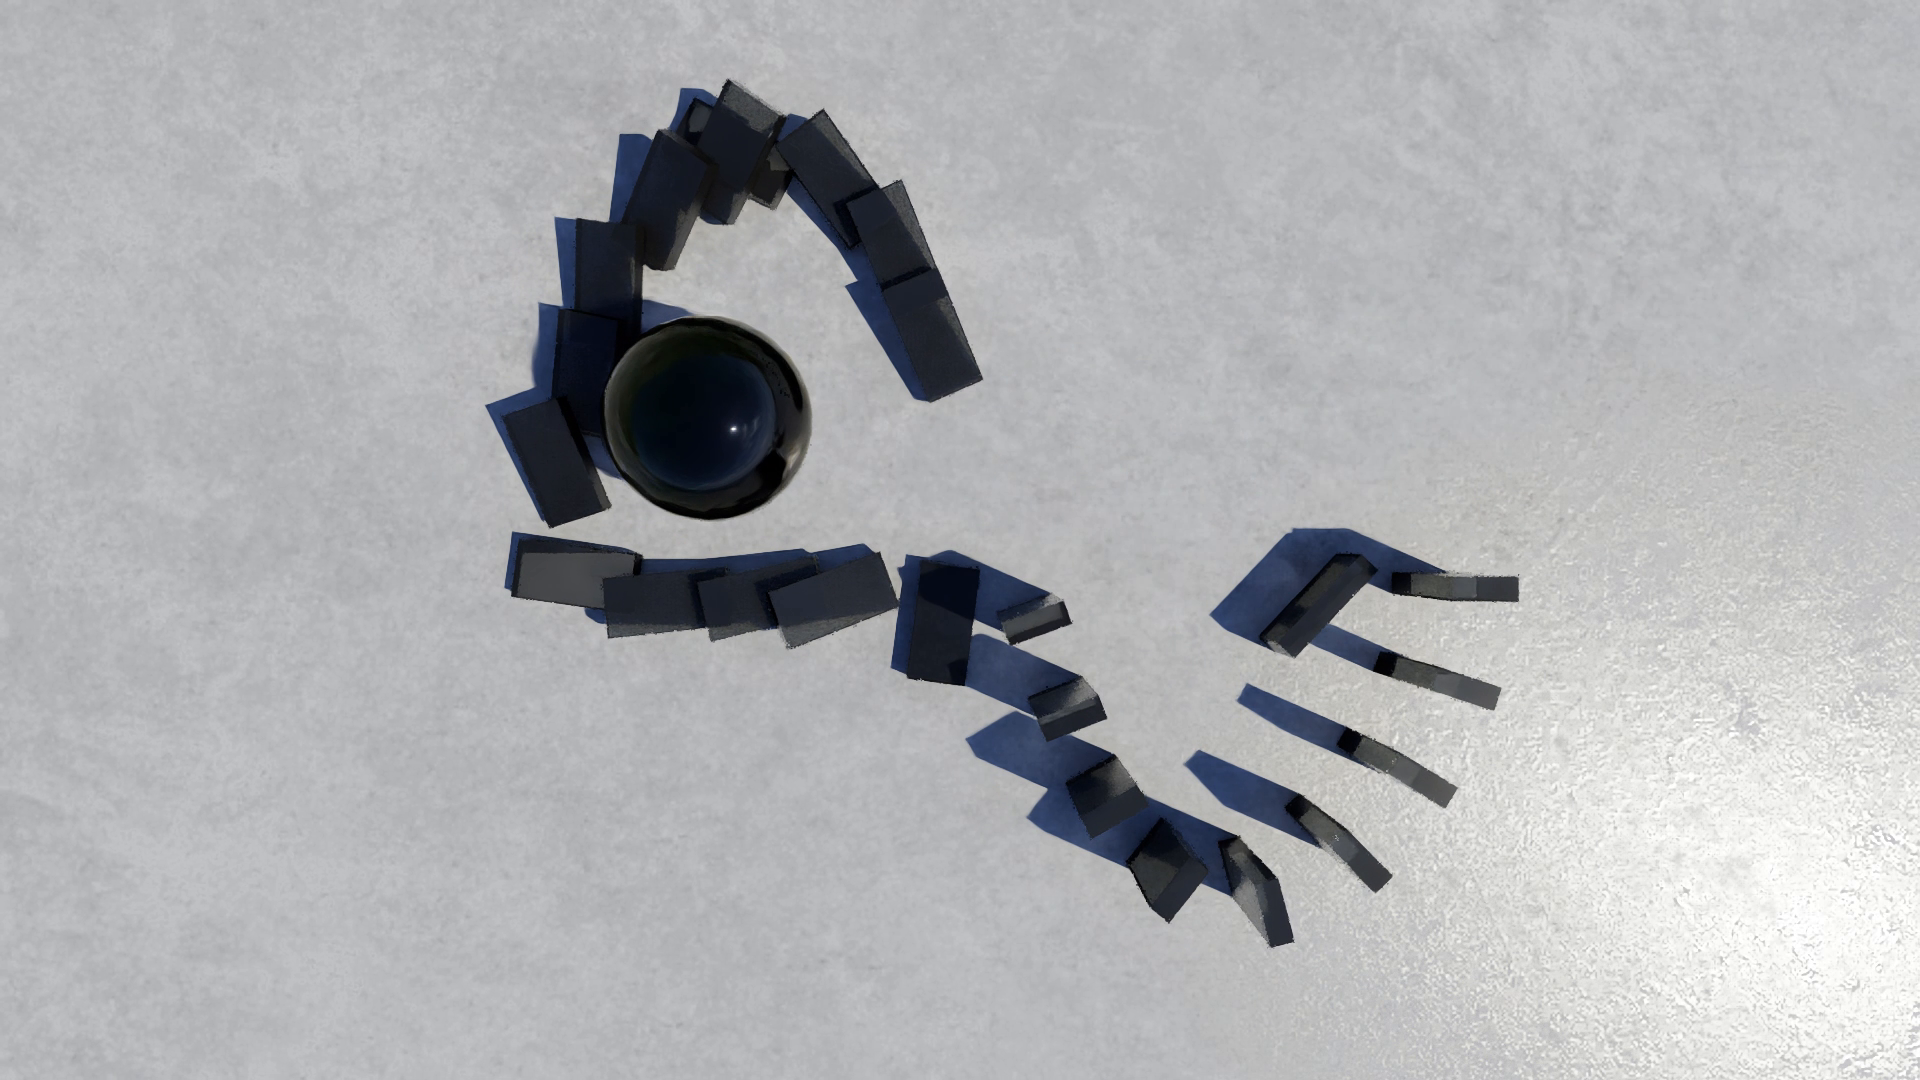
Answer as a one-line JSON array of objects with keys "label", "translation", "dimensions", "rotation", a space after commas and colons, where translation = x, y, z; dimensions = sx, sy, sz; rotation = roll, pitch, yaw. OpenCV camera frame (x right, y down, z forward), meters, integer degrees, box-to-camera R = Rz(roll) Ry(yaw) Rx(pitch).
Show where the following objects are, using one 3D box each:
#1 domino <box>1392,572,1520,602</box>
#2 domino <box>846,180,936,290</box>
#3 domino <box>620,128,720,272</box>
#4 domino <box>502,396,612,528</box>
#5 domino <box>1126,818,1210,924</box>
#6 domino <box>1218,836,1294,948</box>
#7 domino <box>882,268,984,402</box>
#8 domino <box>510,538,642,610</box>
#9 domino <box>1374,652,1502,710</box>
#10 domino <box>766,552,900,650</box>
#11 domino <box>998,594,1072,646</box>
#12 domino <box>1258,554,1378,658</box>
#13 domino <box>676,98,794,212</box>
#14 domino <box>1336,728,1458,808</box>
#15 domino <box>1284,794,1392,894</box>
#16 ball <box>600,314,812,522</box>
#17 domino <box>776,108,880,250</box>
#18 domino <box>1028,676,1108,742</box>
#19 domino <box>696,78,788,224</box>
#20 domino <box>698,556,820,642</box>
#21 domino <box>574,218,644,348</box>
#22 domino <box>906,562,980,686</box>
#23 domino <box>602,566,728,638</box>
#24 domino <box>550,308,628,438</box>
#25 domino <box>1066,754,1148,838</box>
[{"label": "domino", "translation": [0.201, 0.019, 0.375], "dimensions": [0.025, 0.050, 0.010], "rotation": [0, 90, 0]}, {"label": "domino", "translation": [-0.026, -0.123, 0.389], "dimensions": [0.025, 0.009, 0.050], "rotation": [-23, 105, 0]}, {"label": "domino", "translation": [-0.123, -0.142, 0.384], "dimensions": [0.025, 0.010, 0.050], "rotation": [36, 117, 0]}, {"label": "domino", "translation": [-0.171, -0.033, 0.389], "dimensions": [0.025, 0.010, 0.050], "rotation": [-17, 103, 4]}, {"label": "domino", "translation": [0.084, 0.134, 0.375], "dimensions": [0.009, 0.050, 0.025], "rotation": [38, 90, 0]}, {"label": "domino", "translation": [0.120, 0.143, 0.375], "dimensions": [0.009, 0.050, 0.025], "rotation": [-15, 90, 0]}, {"label": "domino", "translation": [-0.012, -0.087, 0.389], "dimensions": [0.025, 0.010, 0.050], "rotation": [-23, 104, 0]}, {"label": "domino", "translation": [-0.165, 0.015, 0.395], "dimensions": [0.050, 0.009, 0.025], "rotation": [8, 90, 0]}, {"label": "domino", "translation": [0.194, 0.057, 0.375], "dimensions": [0.025, 0.050, 0.009], "rotation": [18, 90, 0]}, {"label": "domino", "translation": [-0.053, 0.025, 0.387], "dimensions": [0.050, 0.010, 0.025], "rotation": [-21, 92, -19]}, {"label": "domino", "translation": [0.029, 0.032, 0.375], "dimensions": [0.025, 0.050, 0.010], "rotation": [-20, 90, 0]}, {"label": "domino", "translation": [0.151, 0.027, 0.388], "dimensions": [0.009, 0.025, 0.050], "rotation": [44, 90, 0]}, {"label": "domino", "translation": [-0.097, -0.166, 0.395], "dimensions": [0.050, 0.009, 0.025], "rotation": [28, 90, 0]}, {"label": "domino", "translation": [0.177, 0.092, 0.375], "dimensions": [0.025, 0.050, 0.009], "rotation": [31, 90, 0]}, {"label": "domino", "translation": [0.153, 0.123, 0.375], "dimensions": [0.009, 0.050, 0.025], "rotation": [-44, 90, 0]}, {"label": "ball", "translation": [-0.098, -0.047, 0.360], "dimensions": [0.080, 0.080, 0.080], "rotation": [0, 90, 0]}, {"label": "domino", "translation": [-0.052, -0.153, 0.390], "dimensions": [0.025, 0.009, 0.050], "rotation": [-37, 103, 0]}, {"label": "domino", "translation": [0.043, 0.068, 0.375], "dimensions": [0.025, 0.050, 0.009], "rotation": [-21, 90, 0]}, {"label": "domino", "translation": [-0.095, -0.161, 0.382], "dimensions": [0.025, 0.010, 0.050], "rotation": [34, 113, -3]}, {"label": "domino", "translation": [-0.083, 0.025, 0.389], "dimensions": [0.050, 0.009, 0.025], "rotation": [-13, 90, -14]}, {"label": "domino", "translation": [-0.149, -0.108, 0.389], "dimensions": [0.025, 0.010, 0.050], "rotation": [8, 106, 1]}, {"label": "domino", "translation": [-0.007, 0.036, 0.395], "dimensions": [0.025, 0.010, 0.050], "rotation": [8, 90, 0]}, {"label": "domino", "translation": [-0.124, 0.026, 0.389], "dimensions": [0.050, 0.009, 0.025], "rotation": [-5, 90, -14]}, {"label": "domino", "translation": [-0.158, -0.071, 0.389], "dimensions": [0.025, 0.010, 0.050], "rotation": [12, 105, 0]}, {"label": "domino", "translation": [0.059, 0.104, 0.375], "dimensions": [0.025, 0.050, 0.010], "rotation": [-30, 90, 0]}]
